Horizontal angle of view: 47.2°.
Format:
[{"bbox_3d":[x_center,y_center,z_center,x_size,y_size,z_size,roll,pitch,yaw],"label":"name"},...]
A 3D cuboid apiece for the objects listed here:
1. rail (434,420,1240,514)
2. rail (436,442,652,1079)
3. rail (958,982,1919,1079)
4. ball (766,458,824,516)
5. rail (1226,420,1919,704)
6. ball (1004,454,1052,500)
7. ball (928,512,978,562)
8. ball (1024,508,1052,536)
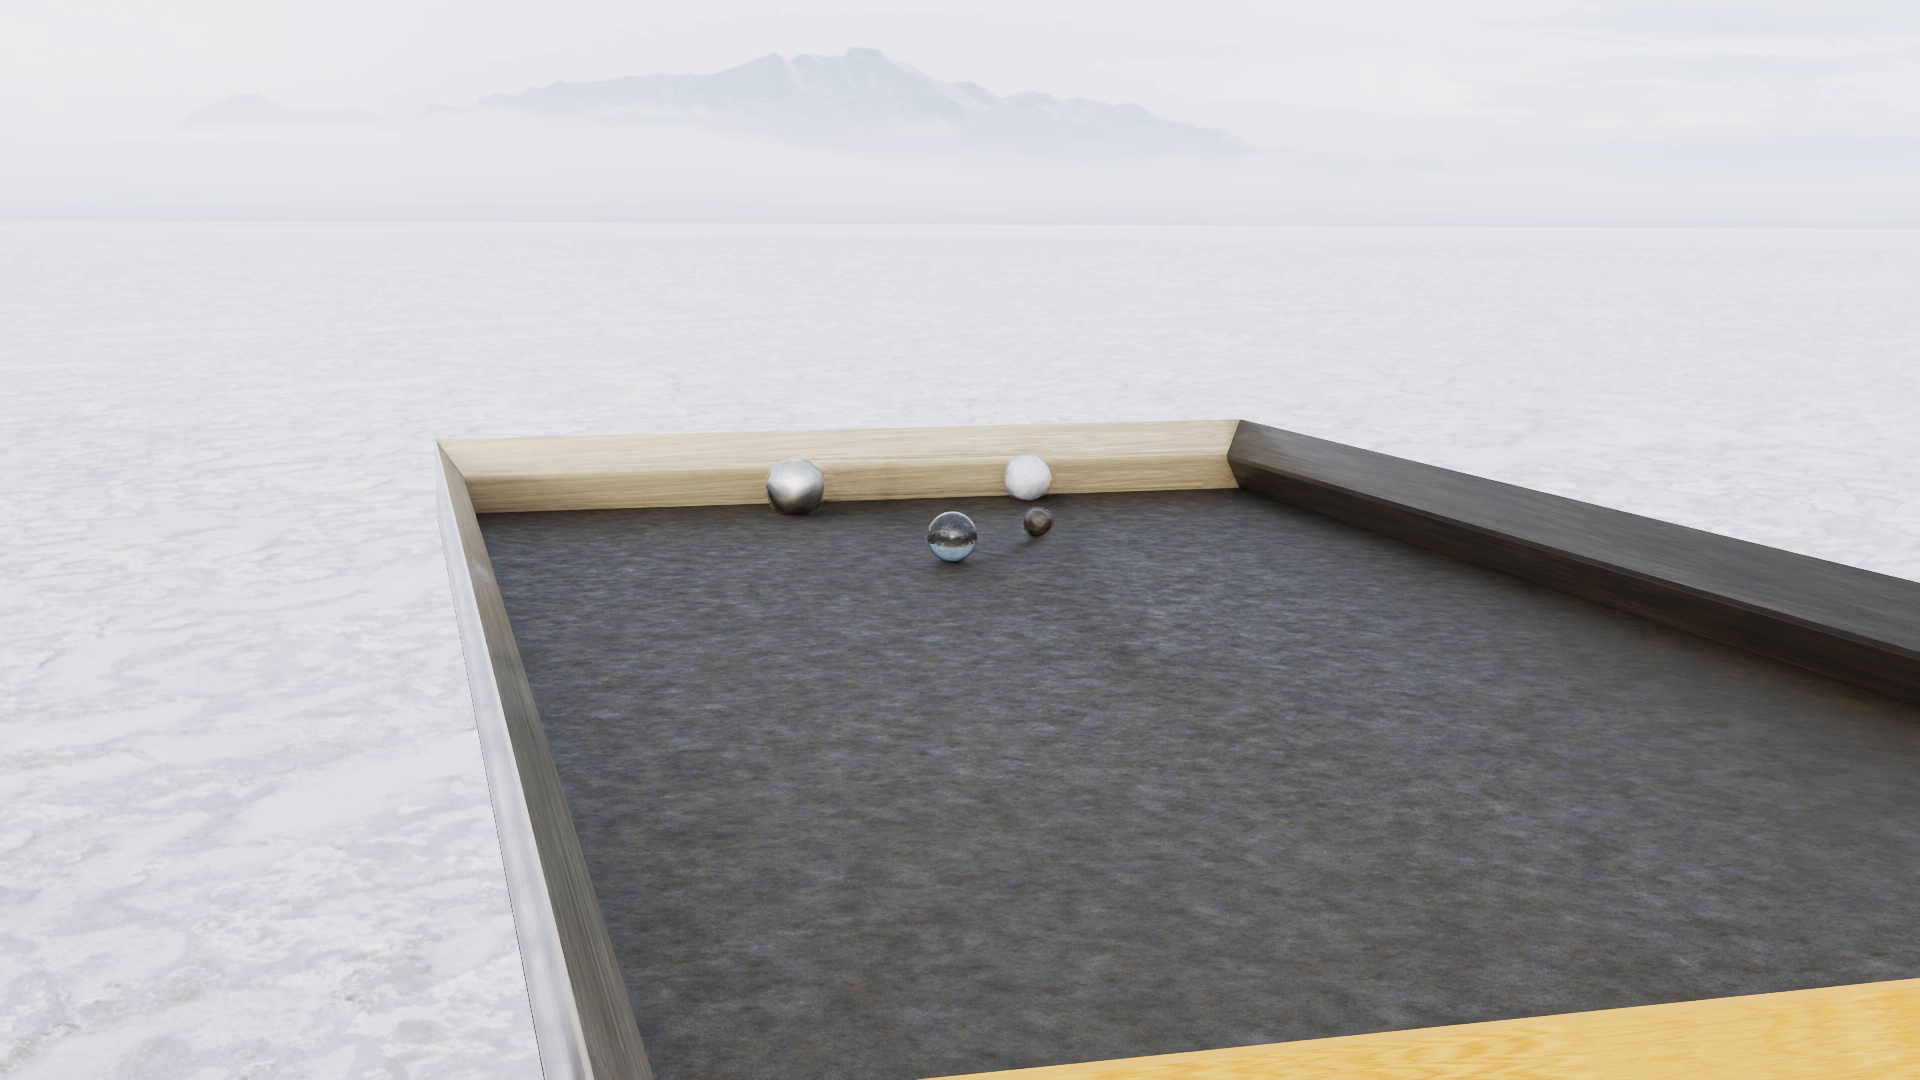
[{"bbox_3d":[-0.183,-0.135,3.999,1.500,0.130,0.045,-2,9,-14],"label":"rail"},{"bbox_3d":[-0.514,0.103,2.410,0.045,0.130,2.990,-2,9,-14],"label":"rail"},{"bbox_3d":[0.560,0.286,1.183,1.500,0.130,0.045,-2,9,-14],"label":"rail"},{"bbox_3d":[-0.286,-0.093,3.825,0.100,0.100,0.100,0,8,0],"label":"ball"},{"bbox_3d":[0.891,0.048,2.772,0.045,0.130,2.990,-2,9,-14],"label":"rail"},{"bbox_3d":[0.124,-0.114,4.020,0.085,0.085,0.085,0,8,0],"label":"ball"},{"bbox_3d":[-0.012,-0.005,3.320,0.076,0.076,0.076,0,8,0],"label":"ball"},{"bbox_3d":[0.126,-0.028,3.579,0.045,0.045,0.045,0,8,0],"label":"ball"}]
